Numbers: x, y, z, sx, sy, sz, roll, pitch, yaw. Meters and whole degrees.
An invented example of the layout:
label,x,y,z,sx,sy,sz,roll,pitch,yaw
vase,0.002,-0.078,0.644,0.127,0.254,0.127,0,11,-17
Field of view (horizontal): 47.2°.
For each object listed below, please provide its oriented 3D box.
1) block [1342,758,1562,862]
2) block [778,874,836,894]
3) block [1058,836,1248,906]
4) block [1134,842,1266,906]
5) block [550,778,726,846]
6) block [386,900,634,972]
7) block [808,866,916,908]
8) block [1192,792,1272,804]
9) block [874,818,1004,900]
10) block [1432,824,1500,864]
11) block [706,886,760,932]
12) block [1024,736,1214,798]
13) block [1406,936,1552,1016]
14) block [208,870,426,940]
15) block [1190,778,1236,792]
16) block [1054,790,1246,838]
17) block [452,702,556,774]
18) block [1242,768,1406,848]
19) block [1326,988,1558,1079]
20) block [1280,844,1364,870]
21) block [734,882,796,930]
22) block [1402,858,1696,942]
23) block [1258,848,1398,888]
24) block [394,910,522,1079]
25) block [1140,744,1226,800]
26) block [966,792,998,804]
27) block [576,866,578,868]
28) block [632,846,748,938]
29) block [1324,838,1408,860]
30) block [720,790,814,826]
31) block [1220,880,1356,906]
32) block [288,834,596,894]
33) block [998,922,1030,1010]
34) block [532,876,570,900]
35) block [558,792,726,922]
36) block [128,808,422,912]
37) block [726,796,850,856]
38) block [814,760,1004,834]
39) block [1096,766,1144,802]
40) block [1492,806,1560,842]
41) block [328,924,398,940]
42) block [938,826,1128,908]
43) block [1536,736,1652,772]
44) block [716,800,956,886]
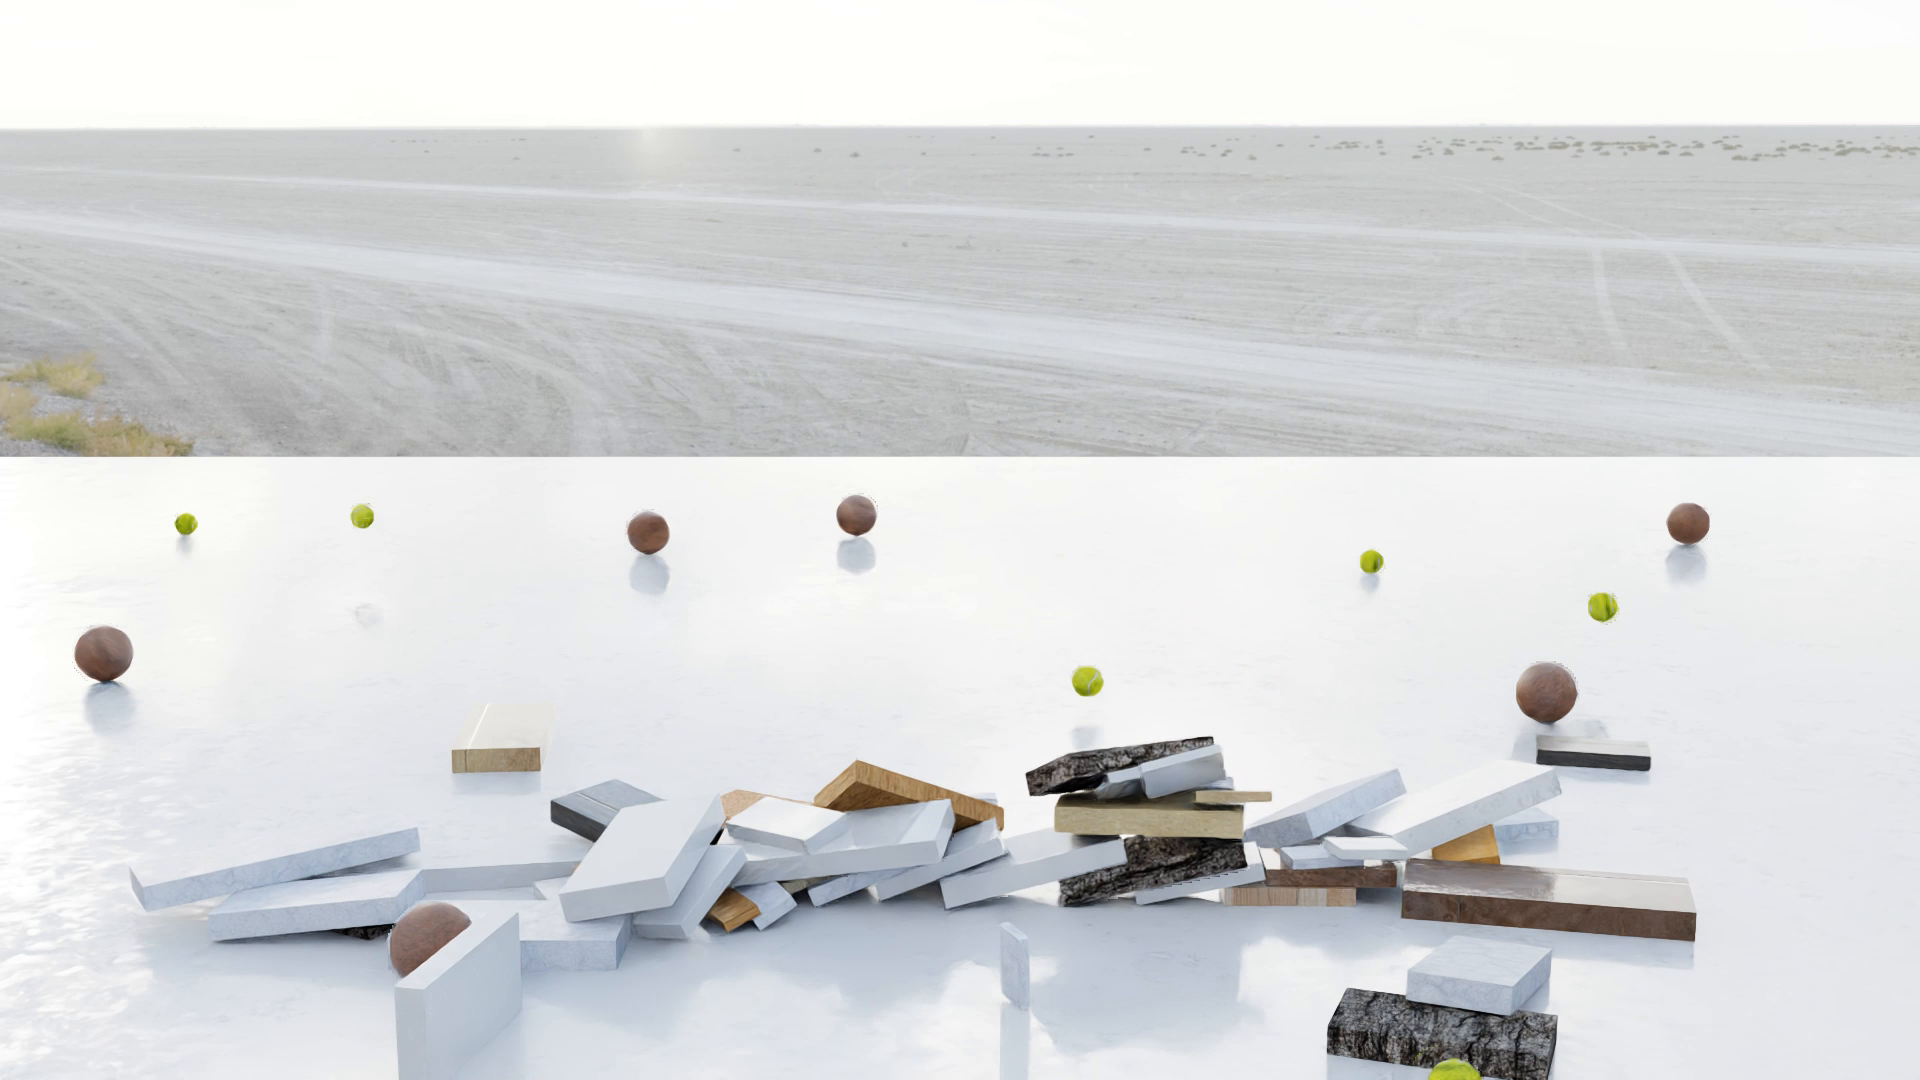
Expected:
label,x,y,z,sx,sy,sz,roll,pitch,yaw
block,0.855,0.467,3.822,0.337,0.048,0.168,-19,6,-18
block,-0.258,0.554,3.650,0.154,0.022,0.077,-22,11,0
block,0.316,0.532,3.658,0.306,0.043,0.153,-13,9,3
block,0.394,0.554,3.655,0.214,0.030,0.107,-12,10,4
block,-0.560,0.494,3.820,0.292,0.041,0.146,16,21,39
block,-0.693,0.613,3.412,0.346,0.049,0.173,0,11,1
block,-0.147,0.538,3.653,0.218,0.031,0.109,-22,11,0
block,0.442,0.418,3.575,0.123,0.017,0.062,0,-8,0
block,-0.035,0.529,3.654,0.218,0.031,0.109,-21,10,2
block,0.874,0.519,3.826,0.110,0.031,0.237,-10,16,11
block,-0.375,0.593,3.540,0.062,0.017,0.123,-26,19,-24
block,0.271,0.379,3.679,0.291,0.041,0.145,-3,-17,-31
block,0.759,0.631,3.202,0.147,0.042,0.294,4,2,25
block,-1.021,0.580,3.501,0.300,0.042,0.150,-6,8,2
block,0.398,0.422,3.725,0.133,0.019,0.067,0,-27,10
block,0.317,0.451,3.644,0.306,0.043,0.153,0,6,9
block,-0.936,0.405,4.530,0.173,0.049,0.346,-1,11,-5
block,0.638,0.486,3.913,0.168,0.048,0.337,-24,-7,39
block,0.668,0.685,3.045,0.294,0.042,0.147,4,11,20
block,0.600,0.524,3.644,0.123,0.017,0.062,-2,11,-11
block,-0.323,0.583,3.567,0.072,0.020,0.143,-33,21,-16
block,0.953,0.583,3.578,0.453,0.048,0.168,2,11,13
block,0.611,0.545,3.661,0.214,0.030,0.107,0,11,1
block,-0.687,0.632,3.031,0.042,0.150,0.300,2,11,13
block,0.364,0.377,3.580,0.133,0.067,0.019,-14,40,-2
block,-0.033,0.500,3.881,0.194,0.097,0.028,-1,14,-6
block,-0.571,0.572,3.647,0.072,0.020,0.143,14,1,-41
block,-0.429,0.560,3.510,0.097,0.028,0.194,-5,30,32
block,0.670,0.509,3.629,0.123,0.017,0.062,3,10,-19
block,-0.328,0.511,3.981,0.293,0.041,0.146,6,12,30
block,0.543,0.576,3.659,0.214,0.030,0.107,0,11,1
block,-0.883,0.555,3.742,0.562,0.041,0.146,-2,11,-10
block,0.079,0.618,3.190,0.016,0.113,0.057,-12,20,-27
block,-0.644,0.589,3.612,0.077,0.022,0.154,-5,12,-25
block,-0.506,0.506,3.539,0.173,0.049,0.349,-11,13,11
block,-1.133,0.527,3.644,0.440,0.042,0.150,-10,11,-27
block,-0.286,0.472,3.639,0.194,0.028,0.097,5,25,42
block,-0.086,0.462,3.721,0.291,0.041,0.145,21,-41,-25
block,0.294,0.395,3.617,0.133,0.019,0.067,-9,-30,-22
block,0.959,0.515,3.986,0.220,0.031,0.110,-3,11,-15
block,-0.966,0.611,3.509,0.123,0.017,0.062,6,12,28
block,0.115,0.533,3.662,0.306,0.043,0.153,-14,10,-2
block,1.278,0.430,4.443,0.220,0.031,0.110,3,11,13
block,-0.213,0.500,3.619,0.391,0.041,0.145,-8,18,13
